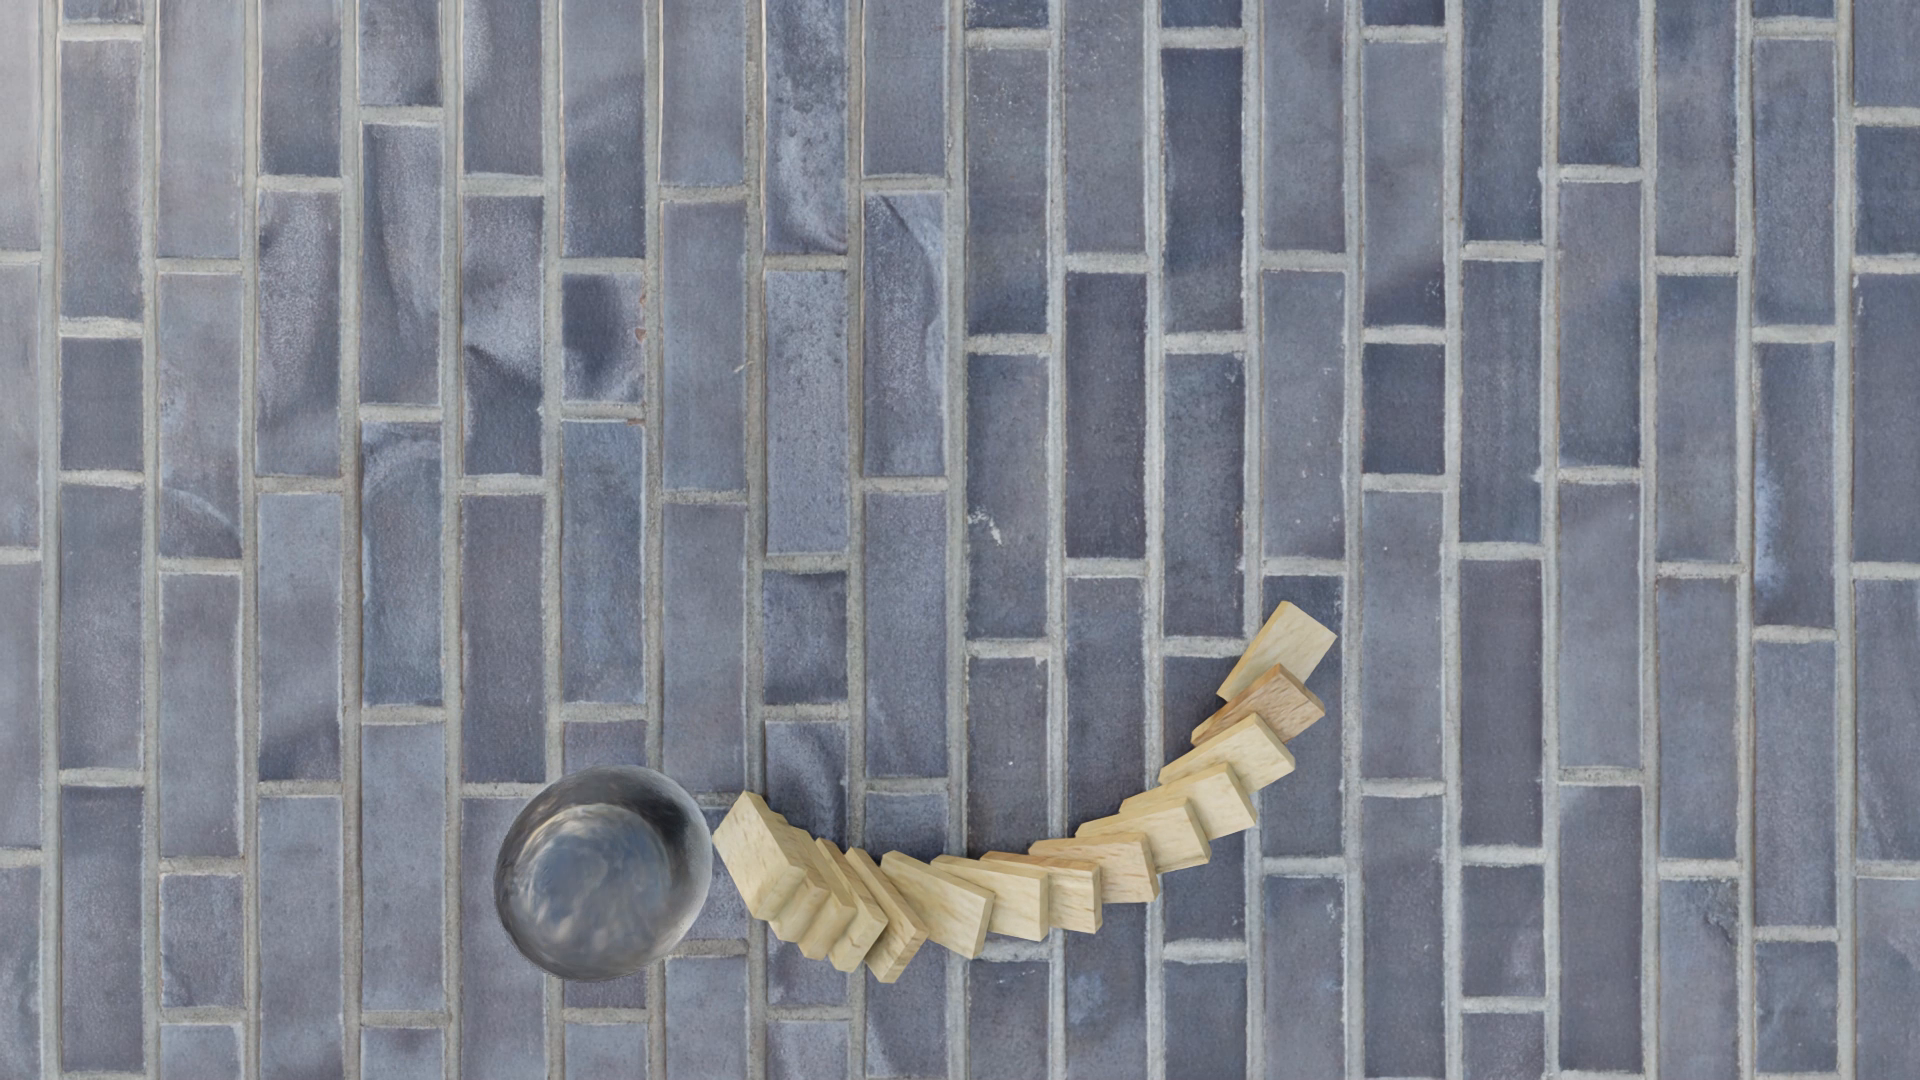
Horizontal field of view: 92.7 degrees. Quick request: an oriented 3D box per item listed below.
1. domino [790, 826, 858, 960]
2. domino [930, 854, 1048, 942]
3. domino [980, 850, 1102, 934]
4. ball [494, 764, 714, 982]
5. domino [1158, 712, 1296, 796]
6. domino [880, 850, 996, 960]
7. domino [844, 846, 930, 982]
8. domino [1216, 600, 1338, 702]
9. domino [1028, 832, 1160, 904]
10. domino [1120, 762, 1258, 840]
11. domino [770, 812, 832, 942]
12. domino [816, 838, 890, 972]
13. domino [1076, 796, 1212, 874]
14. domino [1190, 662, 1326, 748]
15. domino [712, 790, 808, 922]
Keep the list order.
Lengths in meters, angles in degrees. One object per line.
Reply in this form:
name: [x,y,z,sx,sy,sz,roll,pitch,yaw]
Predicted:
domino: [-0.064,0.145,0.378,0.009,0.050,0.025,35,90,-41]
domino: [0.012,0.150,0.385,0.050,0.009,0.025,0,90,27]
domino: [0.034,0.147,0.385,0.050,0.010,0.025,-3,90,27]
ball: [-0.138,0.129,0.360,0.080,0.080,0.080,0,90,0]
domino: [0.111,0.096,0.385,0.050,0.009,0.025,-40,90,26]
domino: [-0.012,0.152,0.384,0.050,0.009,0.025,13,90,27]
domino: [-0.037,0.154,0.380,0.050,0.009,0.025,36,91,42]
domino: [0.136,0.054,0.395,0.025,0.010,0.050,36,90,0]
domino: [0.056,0.139,0.385,0.050,0.009,0.025,-14,90,26]
domino: [0.095,0.114,0.385,0.050,0.010,0.025,-30,90,26]
domino: [-0.074,0.138,0.378,0.010,0.050,0.025,35,90,-41]
domino: [-0.052,0.149,0.378,0.009,0.050,0.025,35,90,-41]
domino: [0.077,0.127,0.385,0.050,0.010,0.025,-24,90,26]
domino: [0.124,0.077,0.385,0.025,0.010,0.050,43,116,0]
domino: [-0.084,0.129,0.378,0.010,0.050,0.025,35,90,-41]
